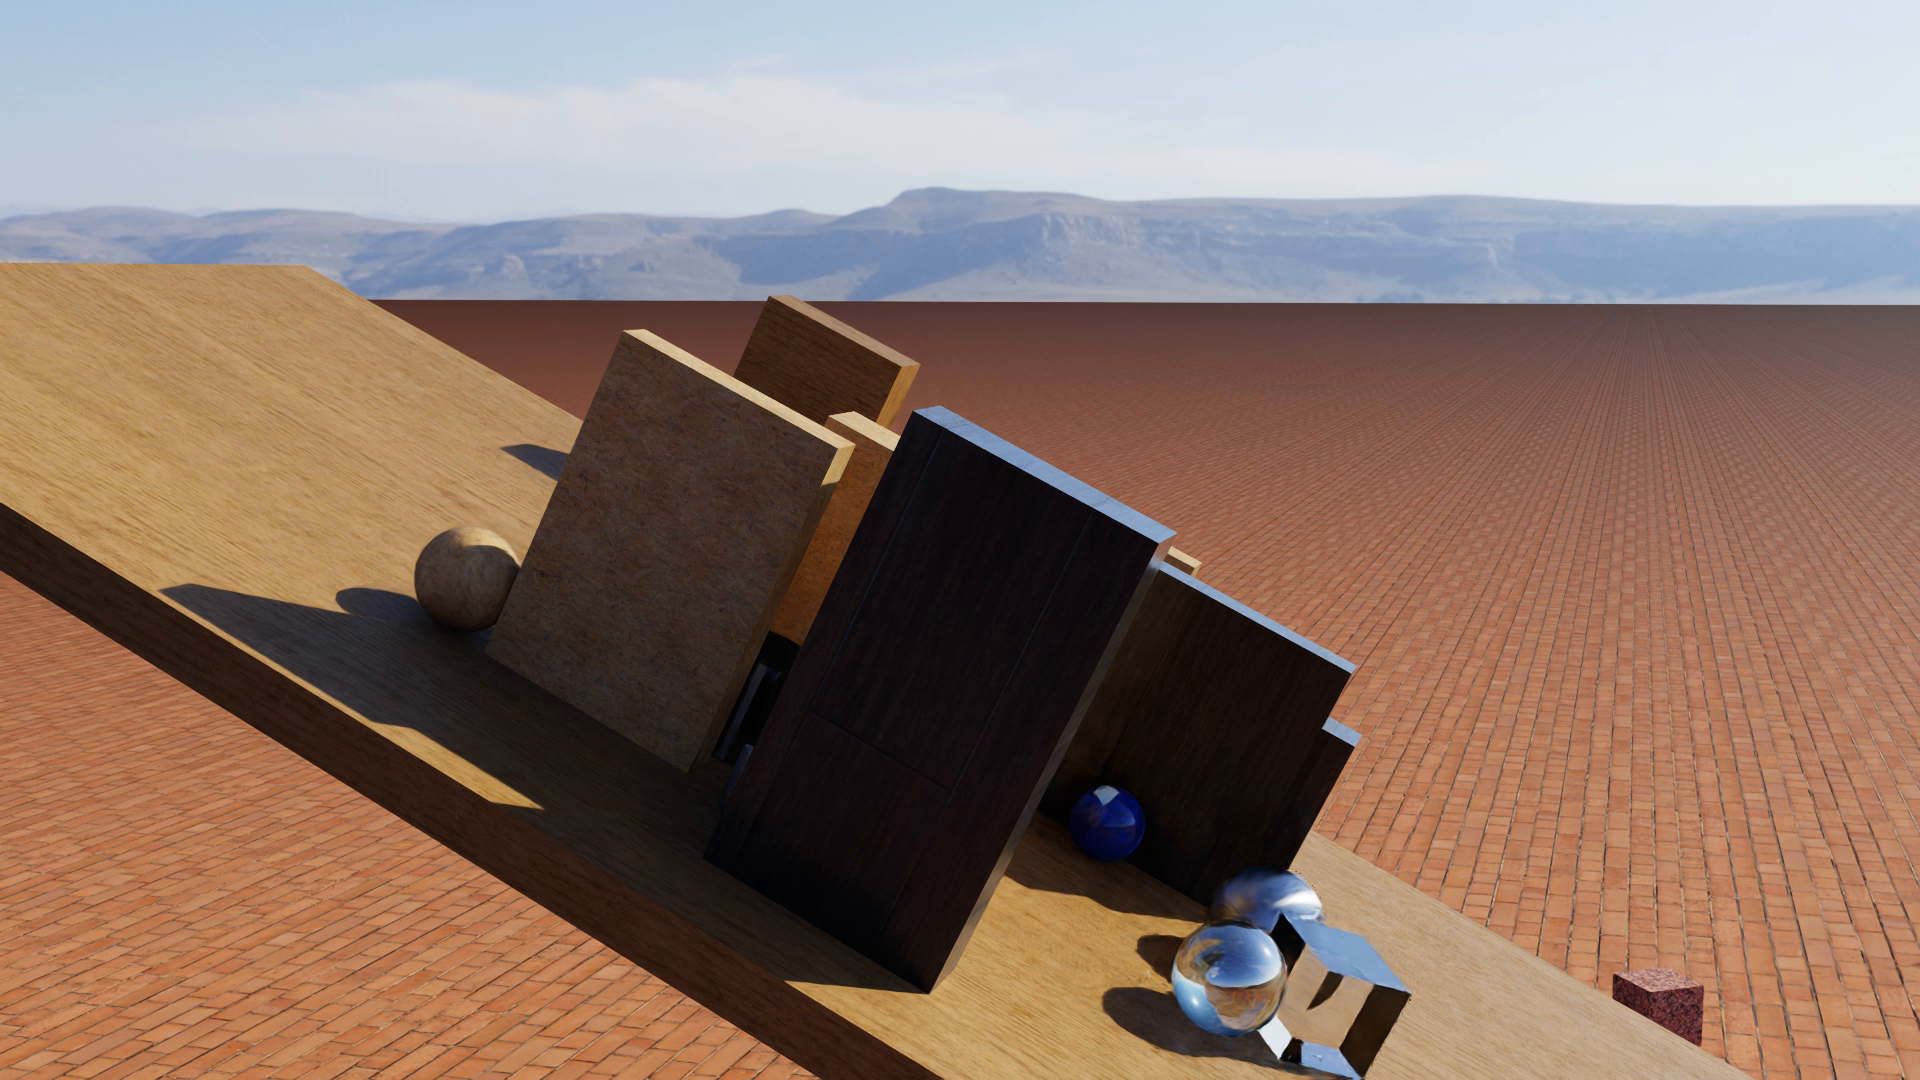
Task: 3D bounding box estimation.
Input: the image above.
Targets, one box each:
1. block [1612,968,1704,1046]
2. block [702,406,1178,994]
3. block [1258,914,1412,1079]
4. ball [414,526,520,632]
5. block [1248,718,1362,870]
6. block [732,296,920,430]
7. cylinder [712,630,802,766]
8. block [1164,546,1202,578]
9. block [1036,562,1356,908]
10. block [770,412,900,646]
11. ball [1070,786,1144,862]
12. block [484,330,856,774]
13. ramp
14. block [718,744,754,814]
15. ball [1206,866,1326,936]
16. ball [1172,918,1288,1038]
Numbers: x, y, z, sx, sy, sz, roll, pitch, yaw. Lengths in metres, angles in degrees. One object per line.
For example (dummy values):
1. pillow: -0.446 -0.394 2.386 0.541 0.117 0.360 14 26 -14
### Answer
1. block: 1.686 1.136 5.320 0.150 0.150 0.150 -2 7 -18
2. block: -0.038 0.240 3.315 0.410 0.775 0.132 29 14 12
3. block: 0.618 0.780 3.757 0.179 0.179 0.179 19 15 -25
4. ball: -0.843 0.067 3.767 0.182 0.182 0.182 0 7 0
5. block: 0.505 0.469 4.214 0.366 0.409 0.110 29 14 12
6. block: -0.372 -0.256 5.100 0.355 0.515 0.138 29 14 12
7. cylinder: -0.366 0.273 3.843 0.189 0.189 0.189 24 14 -6
8. block: 0.248 0.190 4.615 0.324 0.490 0.081 29 14 12
9. block: 0.435 0.373 4.184 0.427 0.533 0.083 29 14 12
10. block: -0.229 0.087 3.947 0.244 0.581 0.132 29 14 12
11. ball: 0.276 0.533 4.134 0.143 0.143 0.143 0 7 0
12. block: -0.491 0.018 3.668 0.417 0.612 0.083 29 14 12
13. ramp: -0.245 0.412 4.160 4.000 0.100 2.000 29 14 12
14. block: -0.313 0.419 3.564 0.112 0.112 0.112 21 15 -20
15. ball: 0.544 0.685 3.912 0.209 0.209 0.209 0 7 0
16. ball: 0.445 0.723 3.631 0.191 0.191 0.191 0 7 0
